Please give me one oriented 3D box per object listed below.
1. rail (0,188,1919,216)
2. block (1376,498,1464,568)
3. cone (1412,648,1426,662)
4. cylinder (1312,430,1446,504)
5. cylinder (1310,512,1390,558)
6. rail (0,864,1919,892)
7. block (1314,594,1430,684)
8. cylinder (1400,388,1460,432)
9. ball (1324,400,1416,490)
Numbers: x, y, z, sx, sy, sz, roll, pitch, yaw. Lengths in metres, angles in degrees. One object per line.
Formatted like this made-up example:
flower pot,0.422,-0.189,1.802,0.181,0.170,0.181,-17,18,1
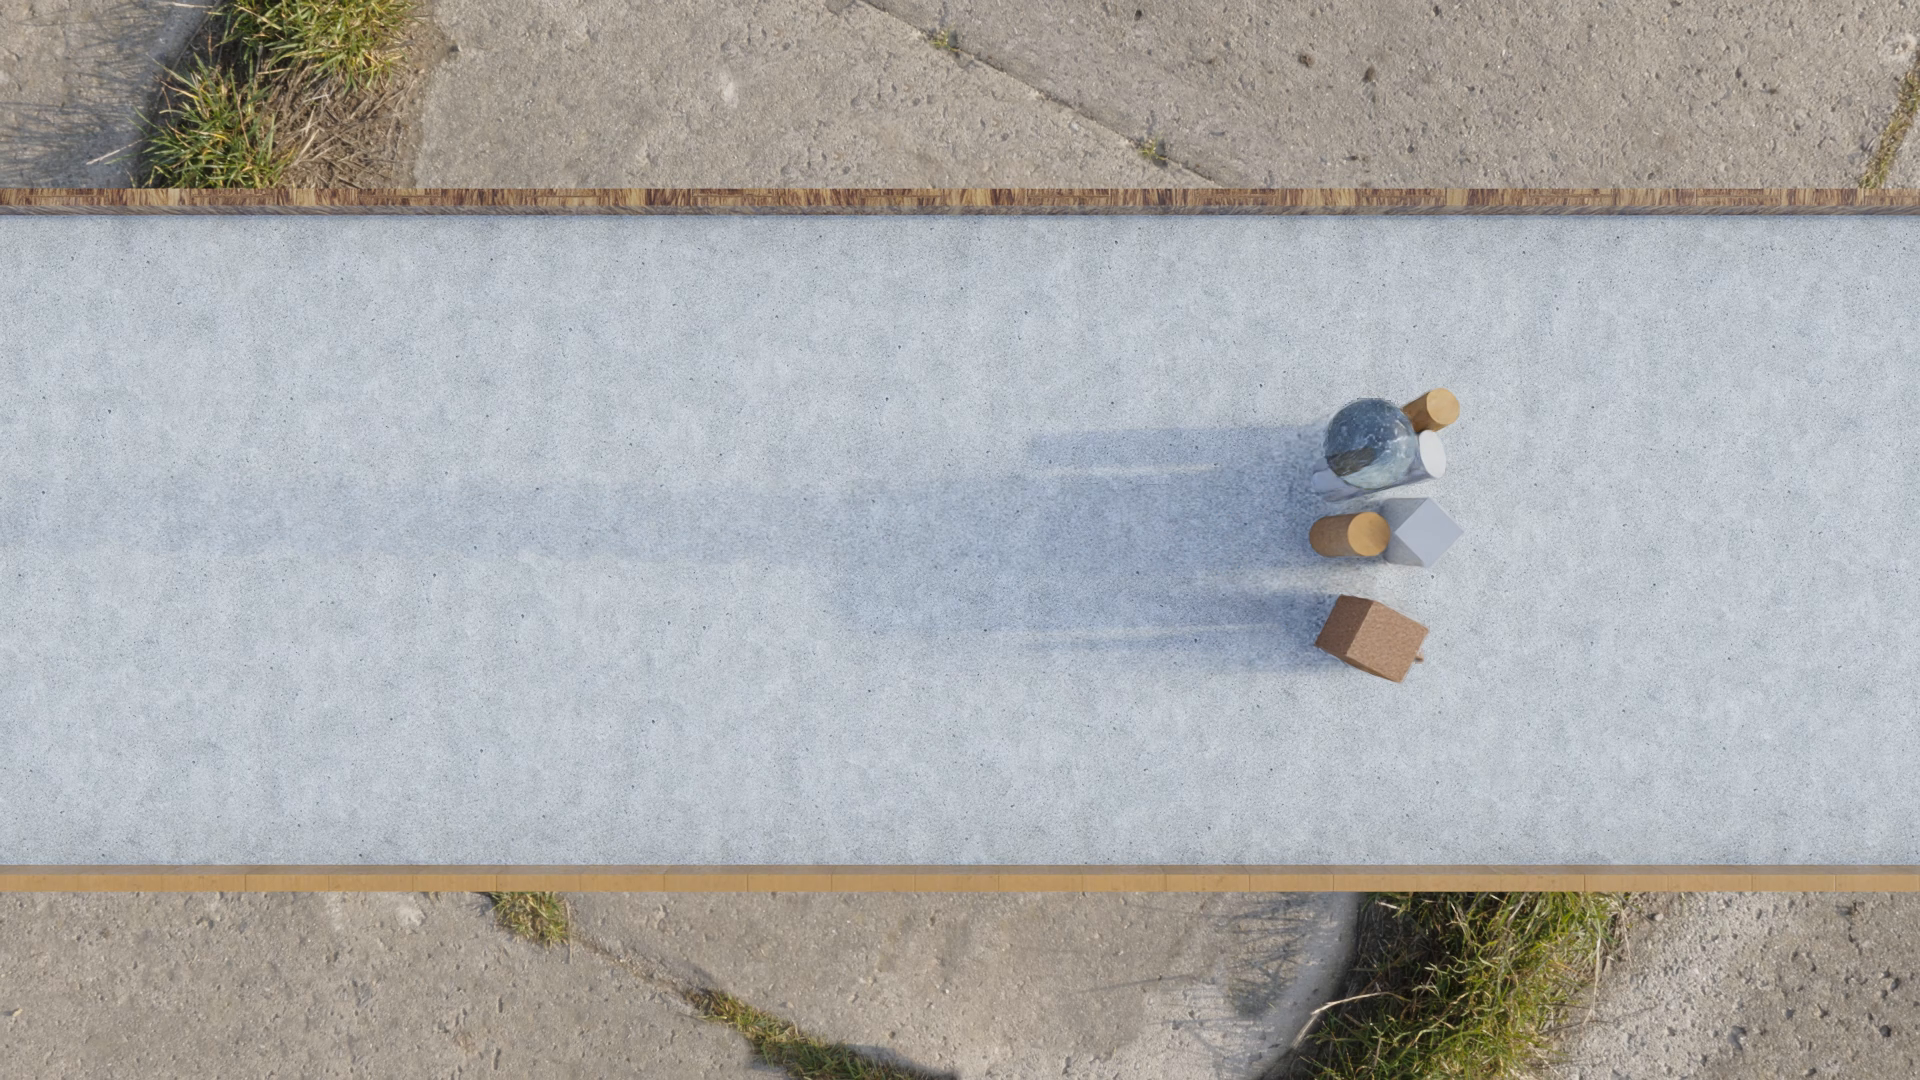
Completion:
rail,-2.247,-1.025,5.002,12.000,0.150,0.050,0,90,0
block,1.327,-0.025,4.886,0.143,0.372,0.143,45,89,-3
cone,1.339,0.334,4.882,0.110,0.380,0.110,0,94,4
cylinder,1.242,-0.216,4.901,0.360,0.143,0.143,-16,90,43
cylinder,1.153,-0.014,4.897,0.127,0.348,0.127,0,89,-6
rail,-2.247,1.025,5.001,12.000,0.150,0.050,0,90,0
block,1.210,0.288,4.879,0.177,0.393,0.177,28,90,-1
cylinder,1.346,-0.347,4.911,0.112,0.313,0.112,5,74,-18
ball,1.165,-0.271,4.687,0.257,0.257,0.257,0,90,0
